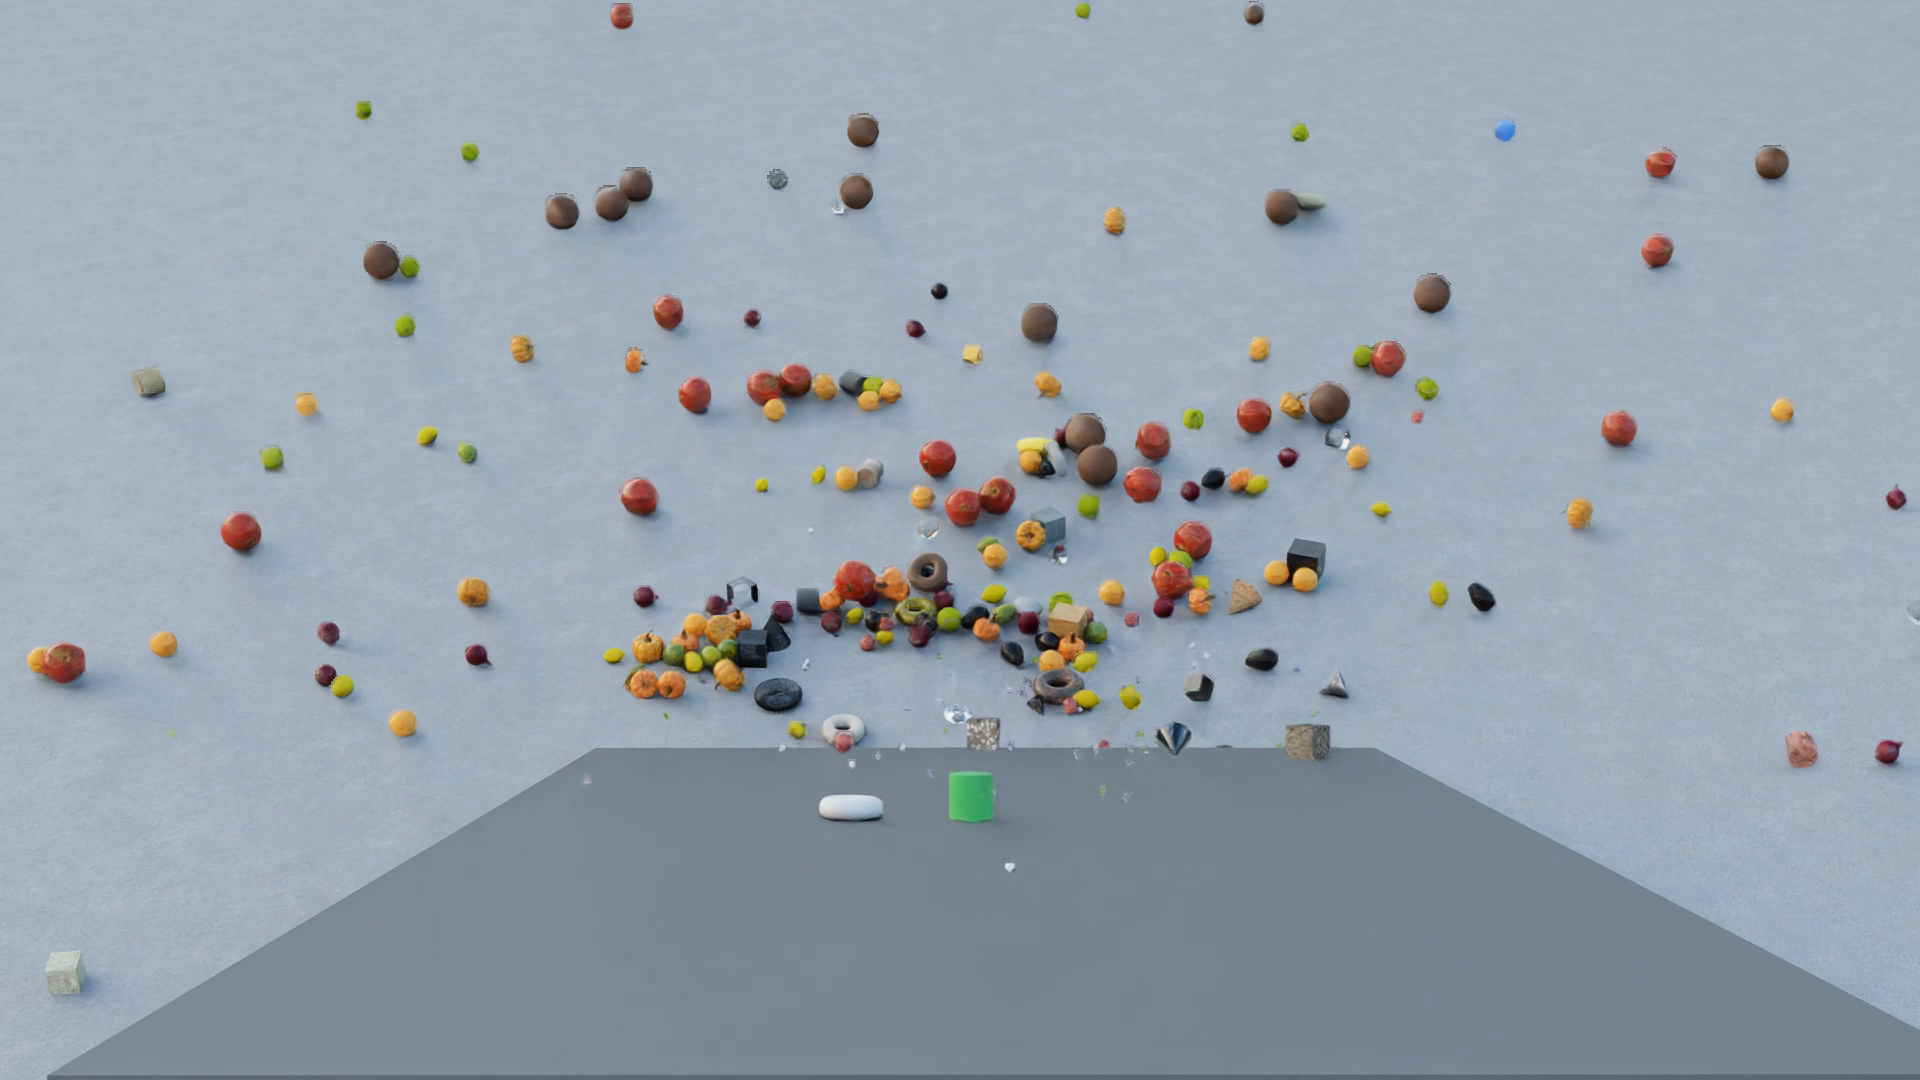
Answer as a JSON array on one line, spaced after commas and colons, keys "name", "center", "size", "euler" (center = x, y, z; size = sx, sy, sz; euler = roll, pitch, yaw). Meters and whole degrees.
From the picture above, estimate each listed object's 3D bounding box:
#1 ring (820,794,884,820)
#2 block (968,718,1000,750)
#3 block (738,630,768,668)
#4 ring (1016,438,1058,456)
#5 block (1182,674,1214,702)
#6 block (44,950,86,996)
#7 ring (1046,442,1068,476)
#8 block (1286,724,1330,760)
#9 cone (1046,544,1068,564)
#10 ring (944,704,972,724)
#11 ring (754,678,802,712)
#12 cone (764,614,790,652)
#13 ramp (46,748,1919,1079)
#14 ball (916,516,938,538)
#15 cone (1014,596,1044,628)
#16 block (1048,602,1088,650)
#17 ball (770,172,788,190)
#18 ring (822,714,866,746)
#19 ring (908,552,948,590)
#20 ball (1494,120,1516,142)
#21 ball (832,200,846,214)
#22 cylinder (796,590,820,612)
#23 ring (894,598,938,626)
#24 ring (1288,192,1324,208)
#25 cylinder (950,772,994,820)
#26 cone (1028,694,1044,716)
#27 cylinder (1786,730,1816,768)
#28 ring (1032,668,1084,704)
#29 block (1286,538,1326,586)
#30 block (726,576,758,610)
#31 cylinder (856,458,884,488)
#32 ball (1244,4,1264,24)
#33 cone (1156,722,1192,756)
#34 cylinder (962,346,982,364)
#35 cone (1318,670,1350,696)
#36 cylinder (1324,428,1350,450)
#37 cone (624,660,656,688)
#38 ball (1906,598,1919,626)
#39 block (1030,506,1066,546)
[{"name": "ring", "center": [-0.210, 0.518, 5.007], "size": [0.126, 0.042, 0.126], "euler": [1, -1, 0]}, {"name": "block", "center": [0.061, 0.496, 6.640], "size": [0.076, 0.076, 0.076], "euler": [0, 0, 8]}, {"name": "block", "center": [-0.571, 0.301, 7.153], "size": [0.076, 0.076, 0.076], "euler": [1, 29, 1]}, {"name": "ring", "center": [0.247, -0.296, 8.195], "size": [0.138, 0.046, 0.138], "euler": [3, -4, 0]}, {"name": "block", "center": [0.642, 0.399, 6.966], "size": [0.054, 0.054, 0.054], "euler": [-8, 53, 41]}, {"name": "block", "center": [-2.053, 0.993, 5.935], "size": [0.068, 0.068, 0.068], "euler": [-3, 30, -5]}, {"name": "ring", "center": [0.294, -0.246, 7.840], "size": [0.038, 0.115, 0.115], "euler": [-24, 32, -1]}, {"name": "block", "center": [0.855, 0.495, 6.352], "size": [0.079, 0.079, 0.079], "euler": [0, 0, 40]}, {"name": "cone", "center": [0.274, 0.046, 7.655], "size": [0.060, 0.060, 0.060], "euler": [-9, 16, 46]}, {"name": "ring", "center": [-0.004, 0.464, 6.916], "size": [0.078, 0.026, 0.078], "euler": [1, 29, -1]}, {"name": "ring", "center": [-0.490, 0.417, 6.982], "size": [0.131, 0.044, 0.131], "euler": [-1, 30, 1]}, {"name": "cone", "center": [-0.523, 0.245, 7.230], "size": [0.098, 0.098, 0.098], "euler": [0, 29, 0]}, {"name": "ramp", "center": [0.066, 0.590, 4.642], "size": [2.000, 0.100, 4.000], "euler": [0, 0, 0]}, {"name": "ball", "center": [-0.097, -0.037, 7.762], "size": [0.066, 0.066, 0.066], "euler": [0, 29, 0]}, {"name": "cone", "center": [0.184, 0.220, 7.336], "size": [0.085, 0.085, 0.085], "euler": [9, 57, 15]}, {"name": "block", "center": [0.302, 0.240, 7.250], "size": [0.087, 0.087, 0.087], "euler": [10, 31, 17]}, {"name": "ball", "center": [-0.717, -1.416, 10.202], "size": [0.070, 0.070, 0.070], "euler": [0, 29, 0]}, {"name": "ring", "center": [-0.307, 0.501, 6.838], "size": [0.118, 0.039, 0.118], "euler": [-1, 30, 1]}, {"name": "ring", "center": [-0.093, 0.090, 7.456], "size": [0.122, 0.041, 0.122], "euler": [-6, 63, 13]}, {"name": "ball", "center": [2.247, -1.688, 10.669], "size": [0.085, 0.085, 0.085], "euler": [0, 29, 0]}, {"name": "ball", "center": [-0.470, -1.286, 9.989], "size": [0.053, 0.053, 0.053], "euler": [0, 29, 0]}, {"name": "cylinder", "center": [-0.435, 0.174, 7.394], "size": [0.061, 0.061, 0.061], "euler": [0, 29, 0]}, {"name": "ring", "center": [-0.126, 0.204, 7.360], "size": [0.128, 0.043, 0.128], "euler": [-1, 29, 0]}, {"name": "ring", "center": [1.338, -1.310, 9.988], "size": [0.146, 0.049, 0.146], "euler": [5, 1, 0]}, {"name": "cylinder", "center": [0.024, 0.496, 5.009], "size": [0.086, 0.086, 0.086], "euler": [0, 0, 0]}, {"name": "cone", "center": [0.214, 0.452, 6.940], "size": [0.053, 0.053, 0.053], "euler": [-14, 59, -23]}, {"name": "cylinder", "center": [2.187, 0.544, 6.729], "size": [0.070, 0.070, 0.070], "euler": [7, 40, 11]}, {"name": "ring", "center": [0.267, 0.397, 7.014], "size": [0.141, 0.047, 0.141], "euler": [-1, 30, 1]}, {"name": "block", "center": [1.010, 0.064, 7.556], "size": [0.093, 0.093, 0.093], "euler": [11, 31, 18]}, {"name": "block", "center": [-0.625, 0.152, 7.430], "size": [0.063, 0.063, 0.063], "euler": [-23, 37, -35]}, {"name": "cylinder", "center": [-0.280, -0.209, 8.064], "size": [0.069, 0.069, 0.069], "euler": [9, 31, 16]}, {"name": "ball", "center": [1.364, -2.437, 11.985], "size": [0.095, 0.095, 0.095], "euler": [0, 29, 0]}, {"name": "cone", "center": [0.535, 0.514, 6.450], "size": [0.088, 0.088, 0.088], "euler": [1, 27, 1]}, {"name": "cylinder", "center": [0.043, -0.632, 8.830], "size": [0.052, 0.052, 0.052], "euler": [11, 31, 18]}, {"name": "cone", "center": [1.007, 0.403, 7.017], "size": [0.076, 0.076, 0.076], "euler": [-23, 27, 13]}, {"name": "cylinder", "center": [1.207, -0.325, 8.279], "size": [0.060, 0.060, 0.060], "euler": [16, 33, 27]}, {"name": "cone", "center": [-0.857, 0.383, 7.049], "size": [0.080, 0.080, 0.080], "euler": [34, 36, 5]}, {"name": "ball", "center": [2.725, 0.202, 7.321], "size": [0.083, 0.083, 0.083], "euler": [0, 29, 0]}, {"name": "block", "center": [0.263, -0.043, 7.763], "size": [0.076, 0.076, 0.076], "euler": [-18, 34, -29]}]
